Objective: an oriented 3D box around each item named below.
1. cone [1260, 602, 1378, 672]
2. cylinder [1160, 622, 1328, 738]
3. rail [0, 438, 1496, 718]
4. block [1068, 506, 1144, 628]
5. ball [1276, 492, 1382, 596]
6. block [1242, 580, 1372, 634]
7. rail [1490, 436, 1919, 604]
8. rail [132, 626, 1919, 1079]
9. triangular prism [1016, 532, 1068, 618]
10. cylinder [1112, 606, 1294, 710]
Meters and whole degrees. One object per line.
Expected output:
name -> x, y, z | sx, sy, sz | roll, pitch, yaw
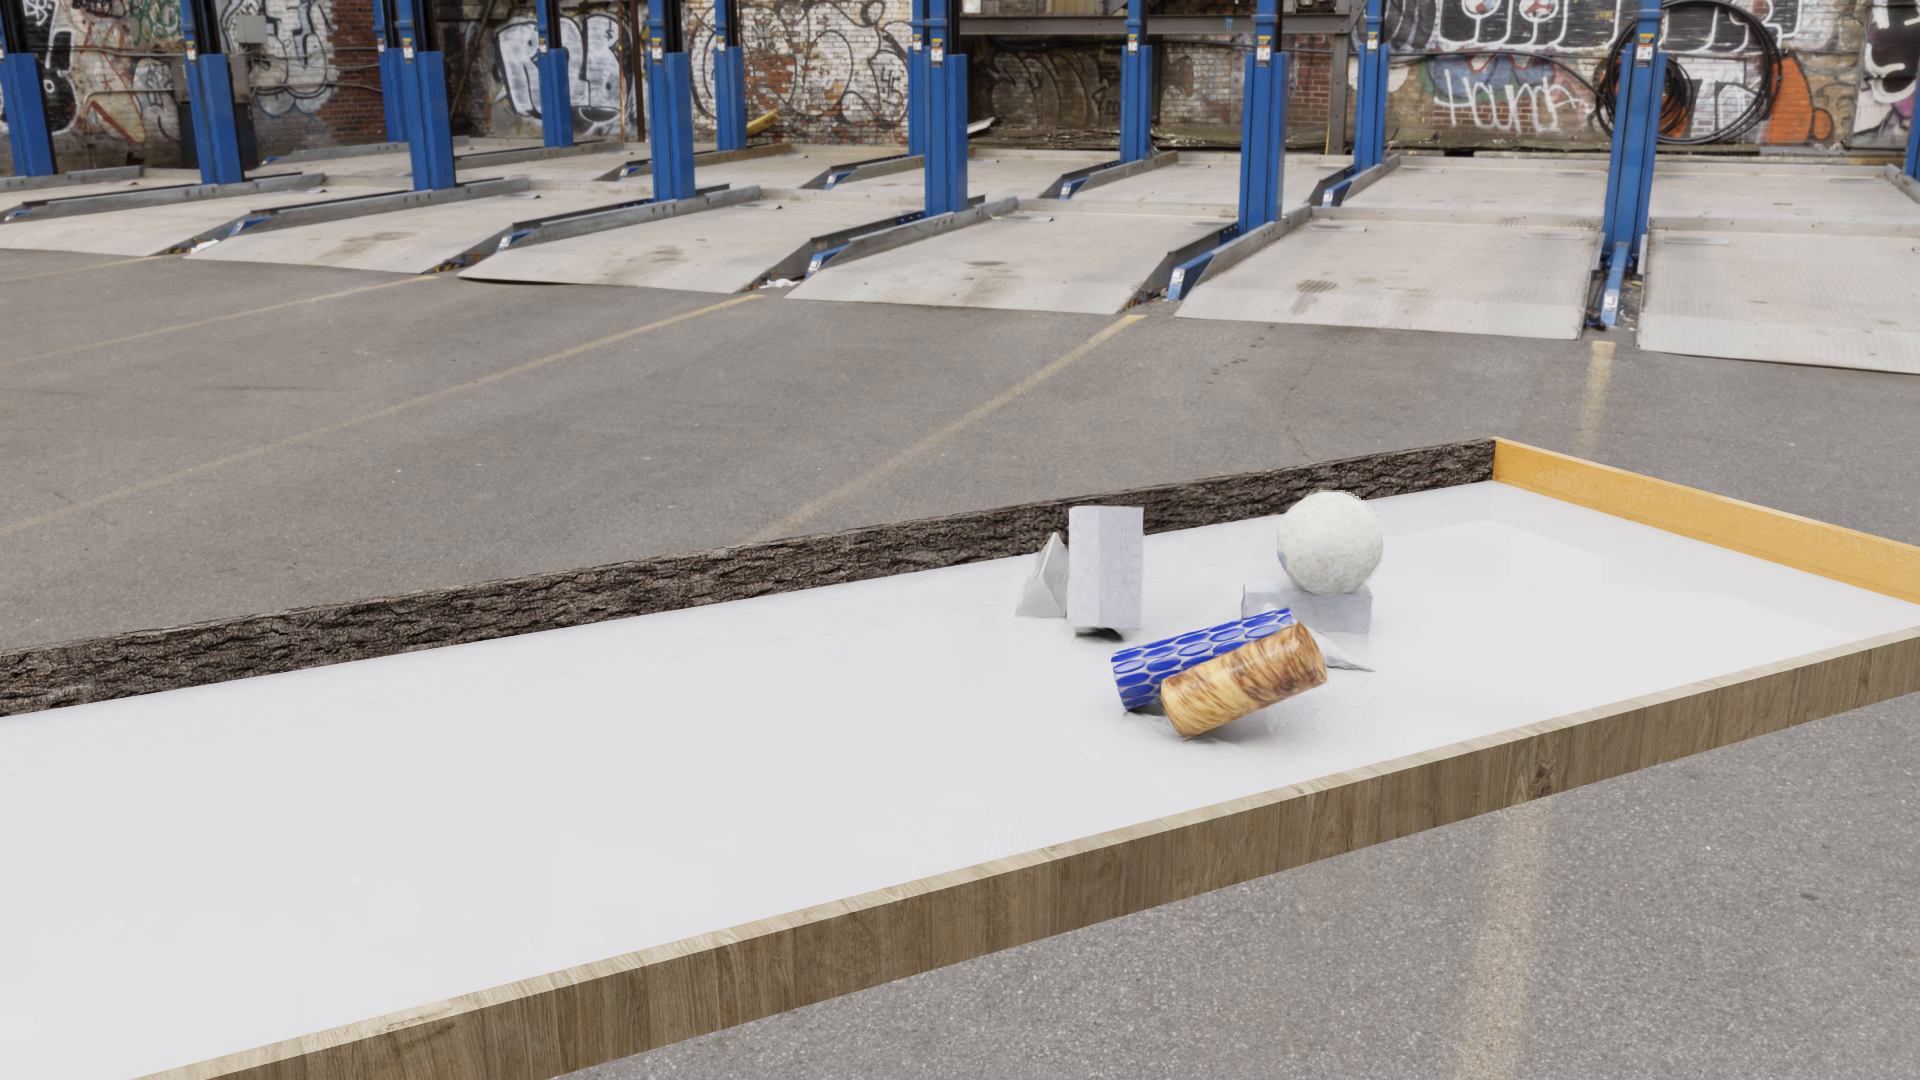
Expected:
cone -> 0.926, 0.285, 4.257 | 0.328, 0.149, 0.149 | 20, 23, 19
cylinder -> 0.640, 0.320, 3.736 | 0.344, 0.148, 0.148 | -26, 6, 24
rail -> -3.305, 0.497, 3.399 | 12.000, 0.150, 0.050 | -9, 18, -27
block -> 0.391, 0.073, 4.452 | 0.142, 0.322, 0.142 | 2, -3, -31
ball -> 0.993, 0.010, 4.437 | 0.280, 0.280, 0.280 | 0, 16, 0
block -> 0.951, 0.183, 4.539 | 0.339, 0.110, 0.110 | 2, 16, 6
rail -> 2.466, -0.048, 5.253 | 0.050, 0.150, 2.100 | -9, 18, -27
rail -> -2.336, 1.006, 1.665 | 12.000, 0.150, 0.050 | -9, 18, -27
triangular prism -> 0.255, 0.094, 4.795 | 0.137, 0.119, 0.416 | 3, 18, 8
cylinder -> 0.587, 0.282, 3.911 | 0.432, 0.141, 0.141 | -16, 13, 12
